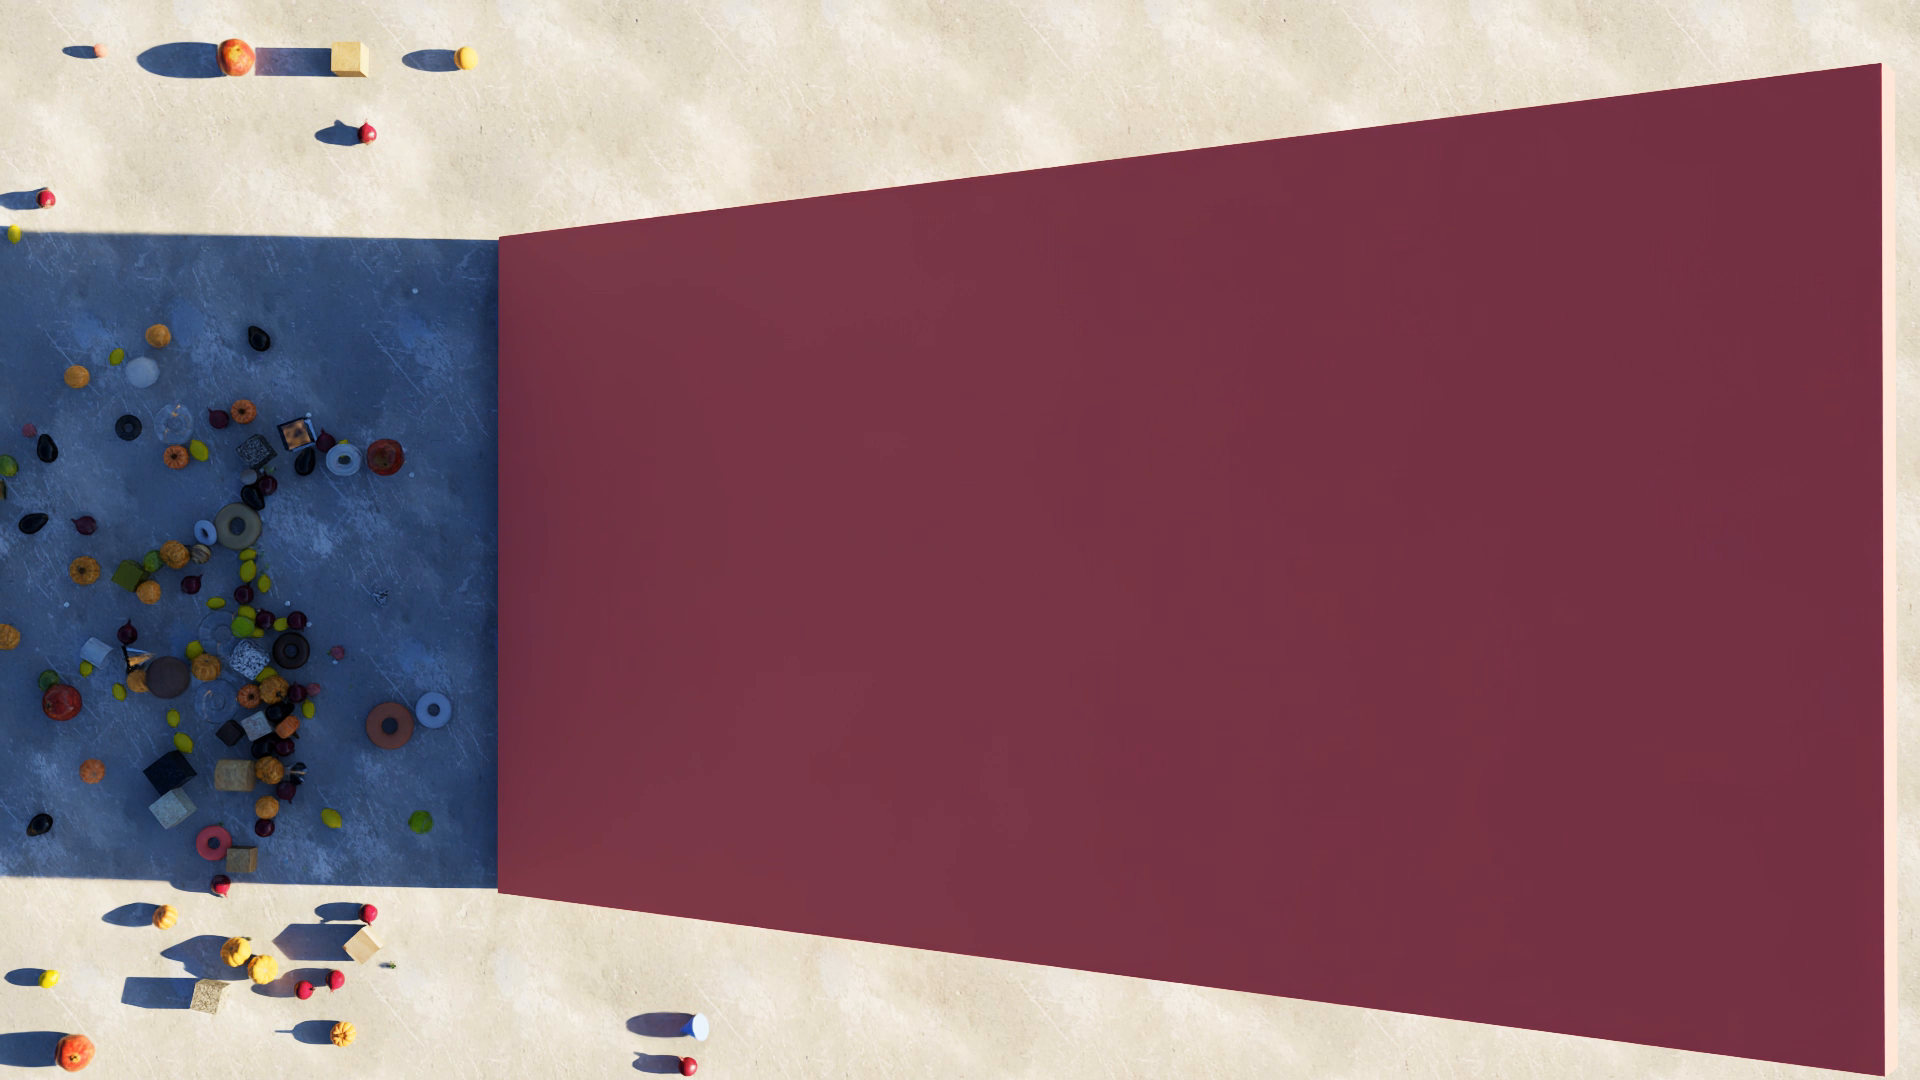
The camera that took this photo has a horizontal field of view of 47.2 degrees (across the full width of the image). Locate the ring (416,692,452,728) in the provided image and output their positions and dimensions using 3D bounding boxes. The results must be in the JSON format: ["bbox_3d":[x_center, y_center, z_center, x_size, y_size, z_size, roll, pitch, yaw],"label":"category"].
[{"bbox_3d":[-1.616,0.522,6.757,0.114,0.038,0.114,0,89,1],"label":"ring"}]

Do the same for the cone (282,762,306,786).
[{"bbox_3d":[-2.061,0.712,6.758,0.073,0.073,0.073,8,90,27],"label":"cone"}]

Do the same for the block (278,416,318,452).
[{"bbox_3d":[-2.030,-0.323,6.741,0.082,0.082,0.082,-20,90,0],"label":"block"}]

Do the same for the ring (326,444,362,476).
[{"bbox_3d":[-1.888,-0.246,6.743,0.110,0.037,0.110,-10,123,-15],"label":"ring"}]

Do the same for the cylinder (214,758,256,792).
[{"bbox_3d":[-2.215,0.720,6.725,0.098,0.098,0.098,3,90,0],"label":"cylinder"}]

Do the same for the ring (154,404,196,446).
[{"bbox_3d":[-2.415,-0.355,6.761,0.131,0.044,0.131,0,90,-1],"label":"ring"}]

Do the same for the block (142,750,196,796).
[{"bbox_3d":[-2.416,0.712,6.726,0.096,0.096,0.096,-37,90,0],"label":"block"}]

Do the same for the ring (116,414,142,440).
[{"bbox_3d":[-2.559,-0.346,6.769,0.081,0.027,0.081,0,88,0],"label":"ring"}]

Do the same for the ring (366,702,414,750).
[{"bbox_3d":[-1.751,0.570,6.751,0.148,0.049,0.148,0,91,-1],"label":"ring"}]

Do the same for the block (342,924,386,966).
[{"bbox_3d":[-1.822,1.240,6.730,0.081,0.081,0.081,-43,90,0],"label":"block"}]

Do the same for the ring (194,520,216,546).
[{"bbox_3d":[-2.316,-0.022,6.751,0.084,0.028,0.084,11,114,25],"label":"ring"}]

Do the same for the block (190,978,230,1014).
[{"bbox_3d":[-2.292,1.396,6.728,0.082,0.082,0.082,13,90,0],"label":"block"}]

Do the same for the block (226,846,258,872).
[{"bbox_3d":[-2.199,0.978,6.736,0.072,0.072,0.072,3,90,0],"label":"block"}]

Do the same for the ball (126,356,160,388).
[{"bbox_3d":[-2.502,-0.516,6.736,0.095,0.095,0.095,0,90,0],"label":"ball"}]

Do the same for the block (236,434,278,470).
[{"bbox_3d":[-2.157,-0.270,6.743,0.077,0.077,0.077,-38,90,0],"label":"block"}]

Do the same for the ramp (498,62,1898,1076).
[{"bbox_3d":[0.237,0.066,5.558,4.000,0.100,2.000,0,89,36],"label":"ramp"}]

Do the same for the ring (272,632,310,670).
[{"bbox_3d":[-2.055,0.341,6.758,0.115,0.038,0.115,0,88,1],"label":"ring"}]

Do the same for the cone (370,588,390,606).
[{"bbox_3d":[-1.774,0.167,6.766,0.056,0.056,0.056,40,62,0],"label":"cone"}]

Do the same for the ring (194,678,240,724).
[{"bbox_3d":[-2.281,0.495,6.752,0.144,0.048,0.144,0,91,0],"label":"ring"}]

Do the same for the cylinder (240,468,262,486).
[{"bbox_3d":[-2.177,-0.194,6.756,0.051,0.051,0.051,0,90,0],"label":"cylinder"}]

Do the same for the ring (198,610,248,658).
[{"bbox_3d":[-2.263,0.288,6.752,0.150,0.050,0.150,0,91,-3],"label":"ring"}]

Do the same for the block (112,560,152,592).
[{"bbox_3d":[-2.540,0.110,6.742,0.073,0.073,0.073,31,90,0],"label":"block"}]

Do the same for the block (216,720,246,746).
[{"bbox_3d":[-2.237,0.592,6.747,0.057,0.057,0.057,43,90,0],"label":"block"}]

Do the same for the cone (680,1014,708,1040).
[{"bbox_3d":[-0.829,1.502,6.750,0.083,0.083,0.083,-15,90,26],"label":"cone"}]

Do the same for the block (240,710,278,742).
[{"bbox_3d":[-2.146,0.568,6.740,0.071,0.071,0.071,-27,90,0],"label":"block"}]

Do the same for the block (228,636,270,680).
[{"bbox_3d":[-2.173,0.361,6.720,0.083,0.083,0.083,40,90,-31],"label":"block"}]

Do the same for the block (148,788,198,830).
[{"bbox_3d":[-2.408,0.821,6.730,0.086,0.086,0.086,-38,90,0],"label":"block"}]

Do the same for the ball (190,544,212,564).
[{"bbox_3d":[-2.330,0.043,6.748,0.063,0.063,0.063,0,90,0],"label":"ball"}]

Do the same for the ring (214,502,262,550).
[{"bbox_3d":[-2.219,-0.042,6.755,0.148,0.049,0.148,0,88,3],"label":"ring"}]

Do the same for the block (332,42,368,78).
[{"bbox_3d":[-1.871,-1.474,6.746,0.088,0.088,0.088,1,90,0],"label":"block"}]

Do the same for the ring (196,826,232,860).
[{"bbox_3d":[-2.291,0.931,6.755,0.110,0.037,0.110,0,91,0],"label":"ring"}]

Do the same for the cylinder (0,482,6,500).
[{"bbox_3d":[-2.960,-0.152,6.755,0.052,0.052,0.052,-1,88,0],"label":"cylinder"}]
